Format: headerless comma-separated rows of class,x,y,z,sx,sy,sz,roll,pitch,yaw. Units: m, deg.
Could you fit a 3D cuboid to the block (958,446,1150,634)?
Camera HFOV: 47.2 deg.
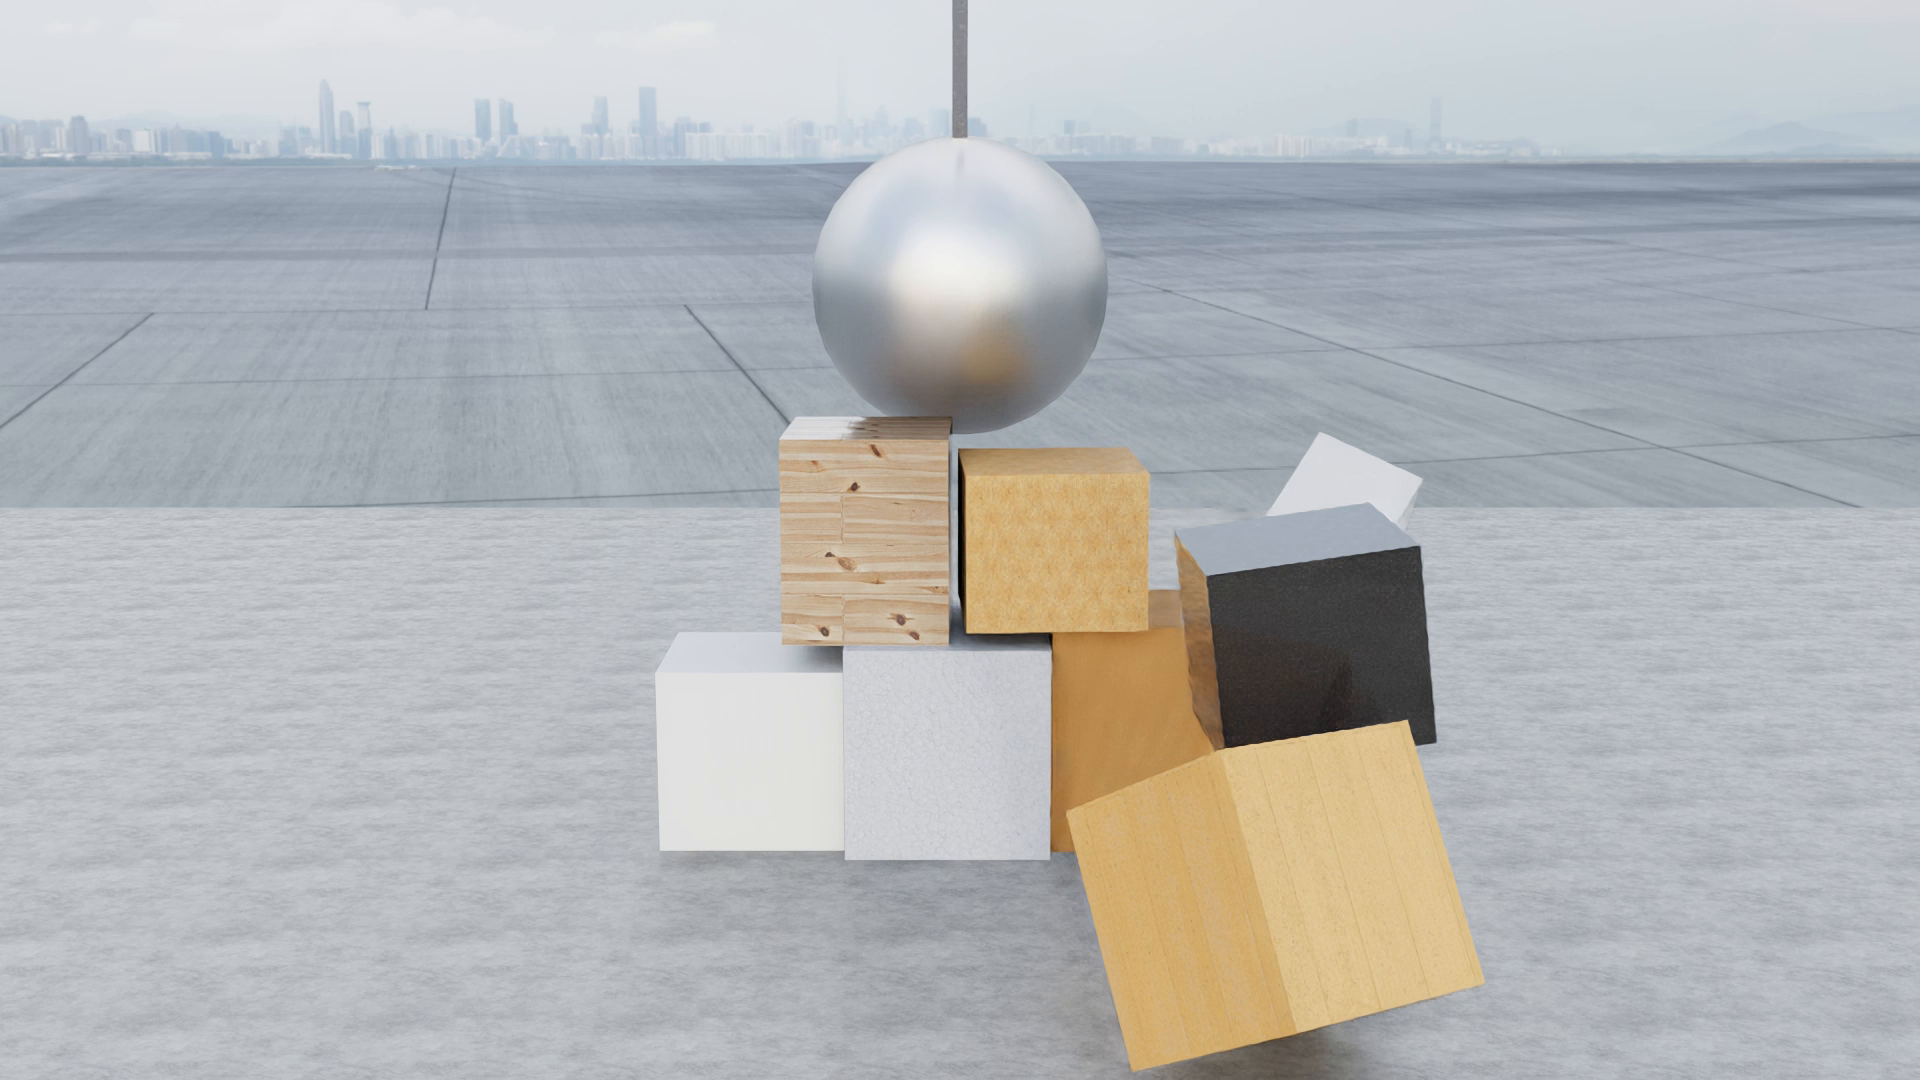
block,0.452,-0.015,11.069,0.884,0.776,0.904,-1,11,-2

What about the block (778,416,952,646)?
block,-0.457,-0.063,11.145,0.819,1.019,0.899,0,10,1

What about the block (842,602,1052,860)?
block,-0.062,0.956,11.346,1.014,1.059,1.166,0,10,0

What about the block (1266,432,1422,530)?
block,1.924,-0.031,11.319,0.576,0.618,0.648,26,56,15

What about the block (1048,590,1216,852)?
block,0.979,0.910,11.352,1.048,1.147,0.921,0,10,0

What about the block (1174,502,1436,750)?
block,1.424,0.388,9.187,0.859,0.827,0.838,-8,13,-2

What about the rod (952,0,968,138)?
rod,0.000,-4.584,10.737,0.080,5.200,0.080,0,19,0

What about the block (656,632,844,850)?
block,-1.041,1.024,11.379,0.924,0.914,0.912,0,10,0

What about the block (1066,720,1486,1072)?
block,1.174,1.345,8.320,0.961,1.009,0.954,-4,-17,-36

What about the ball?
ball,0.000,-1.365,11.832,1.600,1.600,1.600,0,10,0
